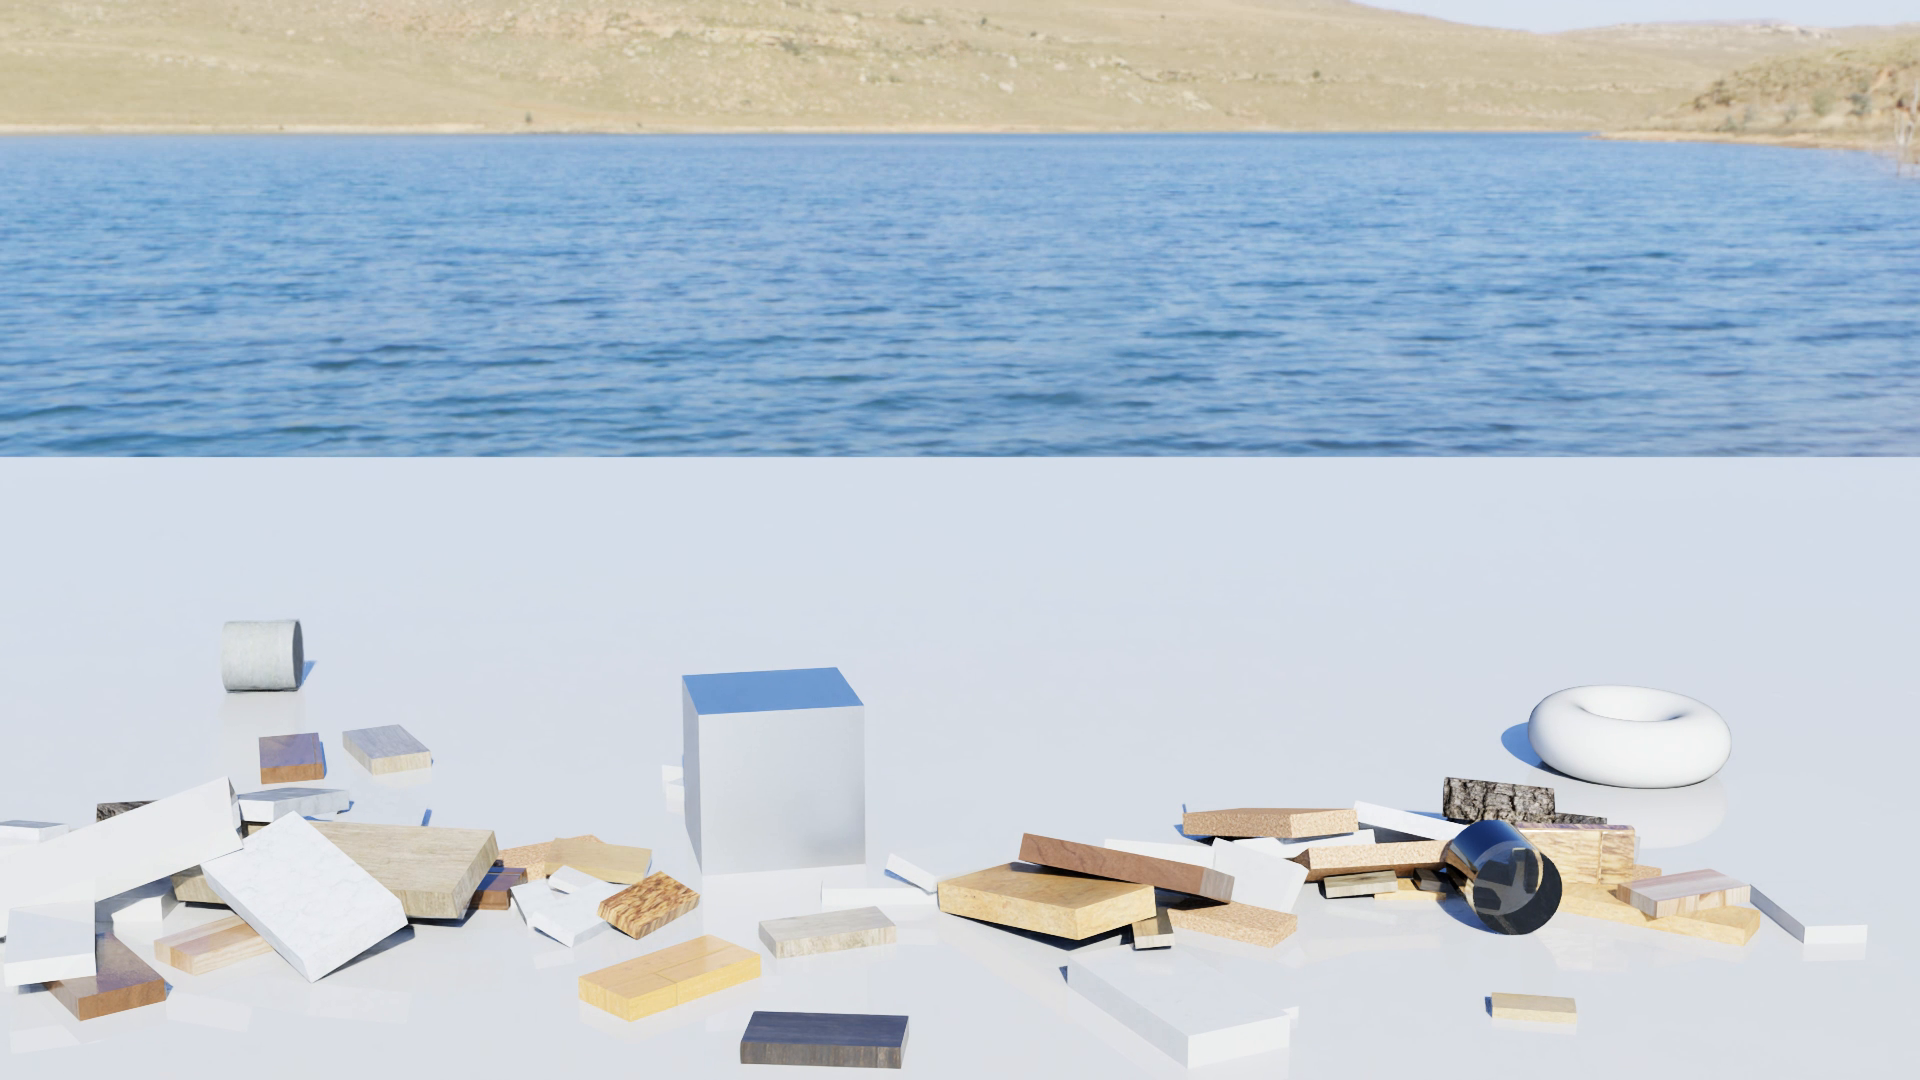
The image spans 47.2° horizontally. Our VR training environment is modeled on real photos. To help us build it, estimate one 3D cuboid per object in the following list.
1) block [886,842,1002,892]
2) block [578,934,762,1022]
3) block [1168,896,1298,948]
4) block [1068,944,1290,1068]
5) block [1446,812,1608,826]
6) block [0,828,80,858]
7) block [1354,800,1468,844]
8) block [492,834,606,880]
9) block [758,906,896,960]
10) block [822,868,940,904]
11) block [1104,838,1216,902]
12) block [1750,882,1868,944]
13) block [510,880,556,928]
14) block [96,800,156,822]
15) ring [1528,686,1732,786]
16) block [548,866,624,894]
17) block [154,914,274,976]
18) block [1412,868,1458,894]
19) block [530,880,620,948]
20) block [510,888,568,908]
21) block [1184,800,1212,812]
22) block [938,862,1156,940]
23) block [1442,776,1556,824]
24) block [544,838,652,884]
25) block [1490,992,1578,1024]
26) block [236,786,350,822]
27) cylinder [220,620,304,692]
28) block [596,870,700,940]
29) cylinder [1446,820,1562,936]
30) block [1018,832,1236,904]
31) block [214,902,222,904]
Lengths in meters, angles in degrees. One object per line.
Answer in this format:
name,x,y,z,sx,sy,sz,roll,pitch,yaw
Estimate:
block,-0.025,0.547,3.685,0.098,0.028,0.195,22,12,34
block,-0.429,0.648,3.263,0.122,0.035,0.245,10,15,44
block,0.434,0.606,3.509,0.184,0.026,0.092,7,13,34
block,0.309,0.661,3.160,0.166,0.047,0.332,-5,12,-26
block,1.014,0.520,3.941,0.268,0.038,0.134,4,11,20
block,-1.518,0.527,3.742,0.337,0.048,0.168,-1,1,-27
block,0.800,0.509,3.753,0.250,0.035,0.125,11,-22,22
block,-0.710,0.551,3.801,0.199,0.028,0.099,-6,12,-31
block,-0.208,0.616,3.455,0.195,0.028,0.098,-4,11,-21
block,-0.130,0.577,3.662,0.195,0.028,0.098,0,11,-1
block,0.327,0.550,3.649,0.184,0.092,0.026,3,-32,14
block,1.363,0.599,3.540,0.101,0.029,0.202,-1,11,-4
block,-0.687,0.589,3.566,0.057,0.016,0.113,-11,23,-22
block,-1.321,0.479,3.799,0.286,0.041,0.143,2,4,-42
ring,1.336,0.390,4.394,0.392,0.131,0.392,0,12,0
block,-0.615,0.572,3.626,0.113,0.016,0.057,20,14,9
block,-1.125,0.620,3.424,0.110,0.031,0.220,8,13,38
block,0.816,0.570,3.650,0.117,0.017,0.058,9,11,-2
block,-0.597,0.595,3.508,0.084,0.024,0.167,25,20,23
block,-0.674,0.591,3.617,0.113,0.016,0.057,2,11,12
block,0.444,0.505,4.092,0.046,0.013,0.093,0,11,2
block,0.135,0.572,3.510,0.166,0.047,0.332,-9,6,-39
block,0.943,0.460,3.850,0.189,0.027,0.094,5,25,11
block,-0.615,0.547,3.741,0.167,0.024,0.084,7,21,0
block,0.826,0.674,3.169,0.117,0.017,0.059,2,11,11
block,-1.152,0.448,3.735,0.117,0.033,0.235,1,-1,15
cylinder,-1.585,0.264,4.998,0.157,0.157,0.157,-1,11,-8
block,-0.500,0.587,3.542,0.084,0.024,0.167,27,20,20
cylinder,0.873,0.541,3.537,0.145,0.145,0.145,-1,11,-4
block,0.269,0.530,3.549,0.312,0.044,0.156,7,-11,27
block,-1.154,0.560,3.649,0.232,0.033,0.116,3,28,15
